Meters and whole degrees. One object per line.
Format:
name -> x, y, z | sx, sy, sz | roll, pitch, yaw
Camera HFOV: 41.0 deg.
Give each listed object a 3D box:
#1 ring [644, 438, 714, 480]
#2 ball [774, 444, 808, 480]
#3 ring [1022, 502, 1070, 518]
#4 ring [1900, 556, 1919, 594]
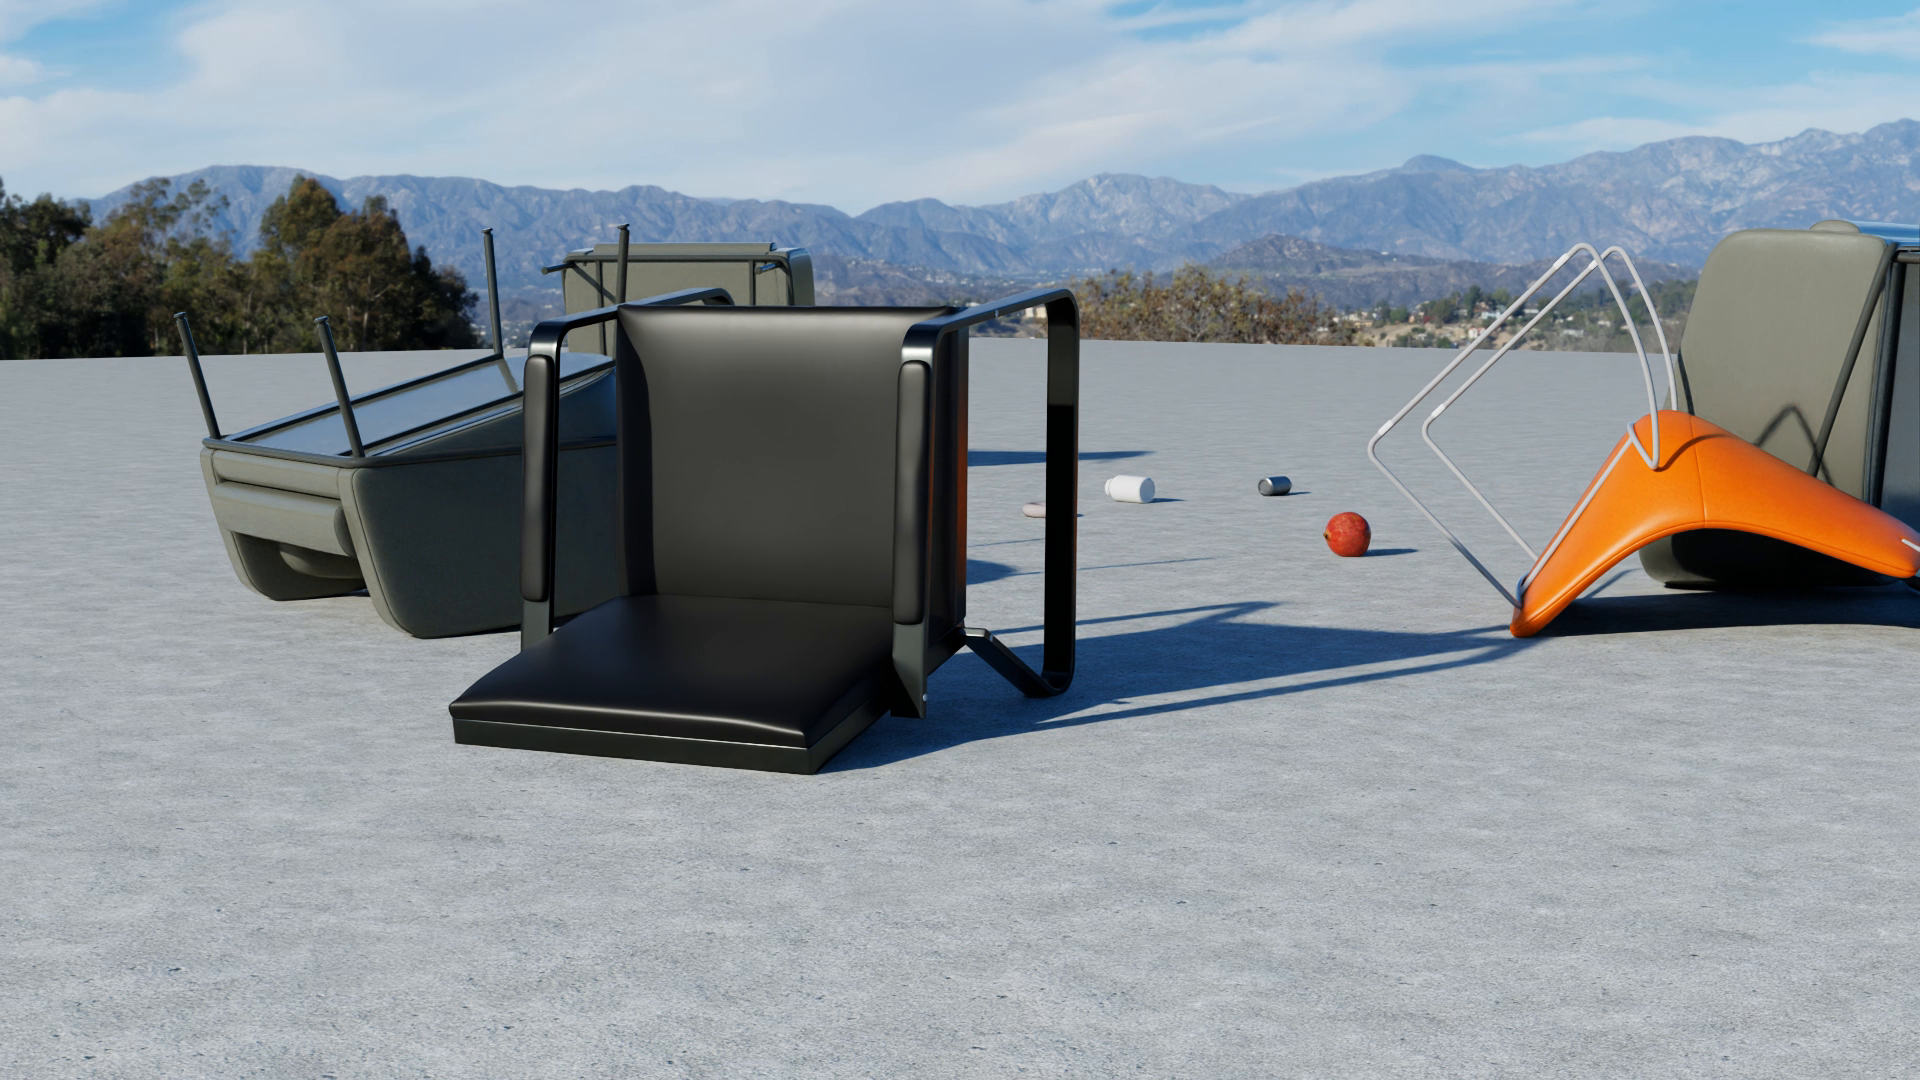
ring -> -0.917, -0.264, 8.364 | 0.223, 0.126, 0.233 | -4, 5, -18
ball -> -0.547, -0.253, 8.307 | 0.115, 0.115, 0.115 | 0, 6, 0
ring -> 0.235, -0.082, 7.036 | 0.116, 0.036, 0.150 | -6, 9, -36
ring -> 2.061, 0.081, 5.229 | 0.196, 0.082, 0.345 | -4, 8, -22
